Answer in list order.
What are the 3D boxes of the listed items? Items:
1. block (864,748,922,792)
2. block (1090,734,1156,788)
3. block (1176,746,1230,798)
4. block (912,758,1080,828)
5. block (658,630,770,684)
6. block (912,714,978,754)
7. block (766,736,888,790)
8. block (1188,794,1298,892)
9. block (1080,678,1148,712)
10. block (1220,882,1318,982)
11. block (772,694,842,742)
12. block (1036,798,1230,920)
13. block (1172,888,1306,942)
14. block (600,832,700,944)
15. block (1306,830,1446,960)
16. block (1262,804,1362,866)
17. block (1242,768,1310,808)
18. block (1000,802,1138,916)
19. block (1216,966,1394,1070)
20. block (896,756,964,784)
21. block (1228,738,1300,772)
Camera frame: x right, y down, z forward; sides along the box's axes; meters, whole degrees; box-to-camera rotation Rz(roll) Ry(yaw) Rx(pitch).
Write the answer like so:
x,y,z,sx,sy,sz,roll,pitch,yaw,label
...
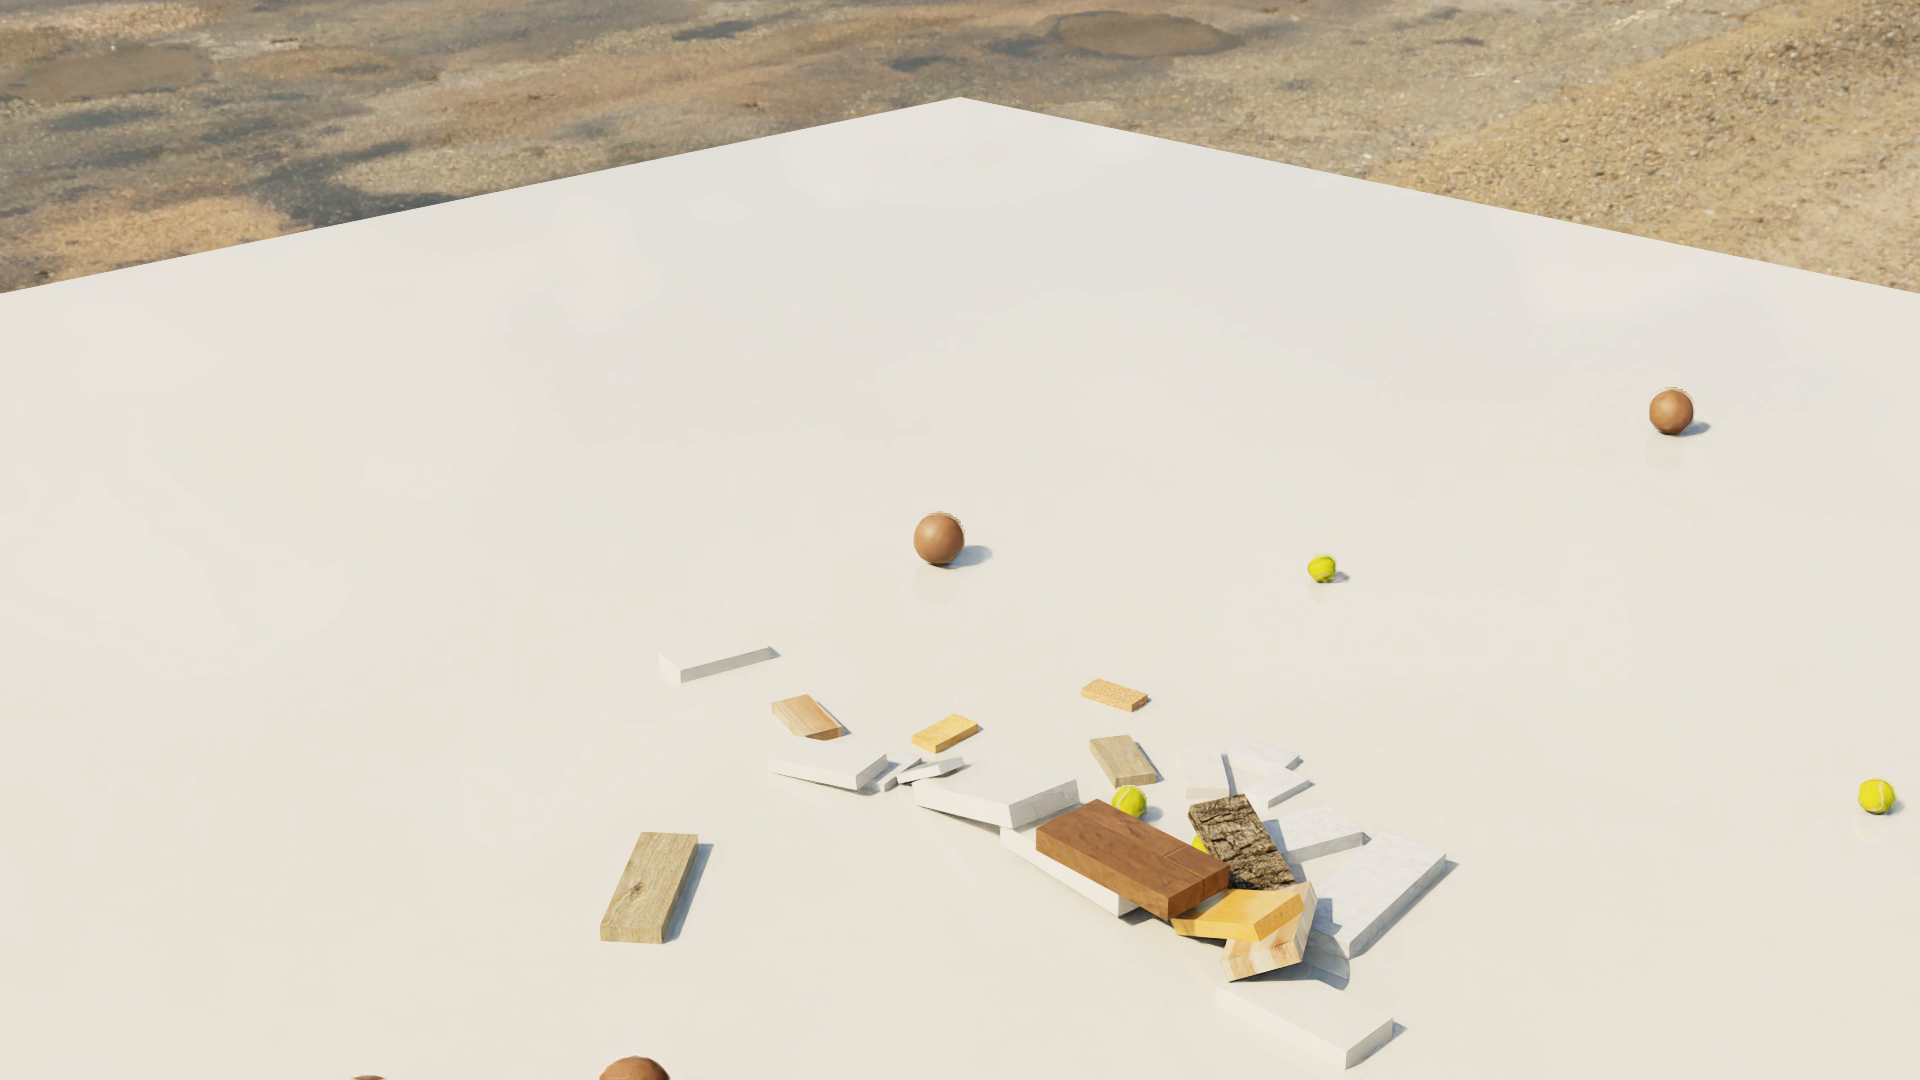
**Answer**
x,y,z,sx,sy,sz,roll,pitch,yaw,label
-0.147,0.482,4.600,0.069,0.020,0.139,14,27,30,block
0.341,0.466,4.631,0.088,0.025,0.176,-6,24,-13,block
0.506,0.484,4.587,0.088,0.025,0.176,0,23,-1,block
0.069,0.503,4.391,0.167,0.047,0.335,-17,12,-33,block
-0.568,0.268,5.088,0.228,0.032,0.114,-14,27,-30,block
-0.032,0.418,4.751,0.069,0.020,0.139,19,30,38,block
-0.278,0.465,4.594,0.228,0.032,0.114,7,23,32,block
0.541,0.595,4.205,0.118,0.034,0.237,-9,47,-21,block
0.345,0.347,4.918,0.134,0.019,0.067,16,28,33,block
0.556,0.699,3.940,0.137,0.039,0.274,-20,8,19,block
-0.335,0.392,4.805,0.088,0.025,0.176,-12,26,-26,block
0.319,0.592,4.101,0.167,0.047,0.335,-20,30,-39,block
0.501,0.676,3.978,0.118,0.034,0.237,-27,9,-32,block
-0.586,0.656,4.173,0.114,0.032,0.339,2,23,5,block
0.765,0.665,4.144,0.137,0.039,0.391,17,28,34,block
0.660,0.587,4.334,0.237,0.034,0.118,-11,25,-24,block
0.652,0.511,4.532,0.134,0.019,0.067,-20,30,-39,block
0.249,0.600,4.203,0.167,0.047,0.335,-18,29,-36,block
0.593,0.812,3.797,0.274,0.039,0.137,21,31,40,block
-0.061,0.473,4.531,0.069,0.020,0.139,-17,-1,-42,block
0.643,0.458,4.658,0.134,0.019,0.067,16,28,32,block
